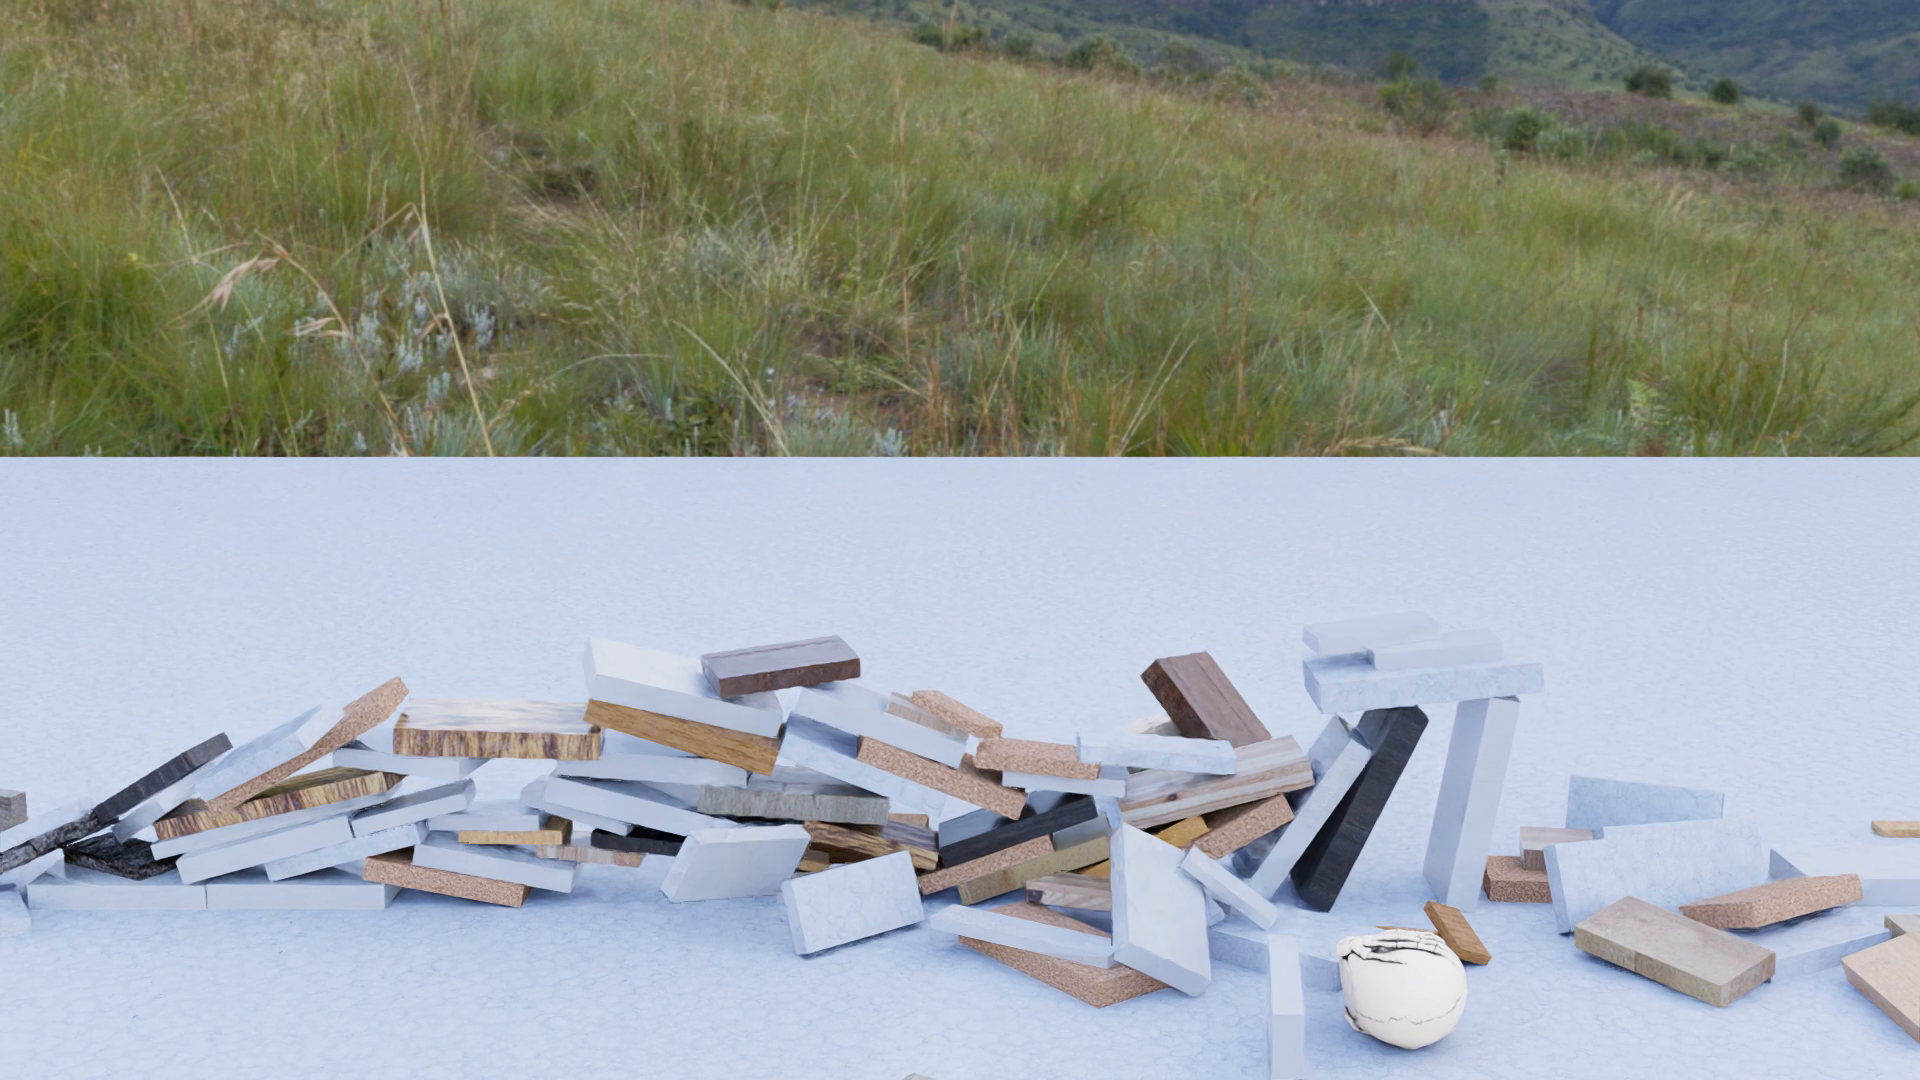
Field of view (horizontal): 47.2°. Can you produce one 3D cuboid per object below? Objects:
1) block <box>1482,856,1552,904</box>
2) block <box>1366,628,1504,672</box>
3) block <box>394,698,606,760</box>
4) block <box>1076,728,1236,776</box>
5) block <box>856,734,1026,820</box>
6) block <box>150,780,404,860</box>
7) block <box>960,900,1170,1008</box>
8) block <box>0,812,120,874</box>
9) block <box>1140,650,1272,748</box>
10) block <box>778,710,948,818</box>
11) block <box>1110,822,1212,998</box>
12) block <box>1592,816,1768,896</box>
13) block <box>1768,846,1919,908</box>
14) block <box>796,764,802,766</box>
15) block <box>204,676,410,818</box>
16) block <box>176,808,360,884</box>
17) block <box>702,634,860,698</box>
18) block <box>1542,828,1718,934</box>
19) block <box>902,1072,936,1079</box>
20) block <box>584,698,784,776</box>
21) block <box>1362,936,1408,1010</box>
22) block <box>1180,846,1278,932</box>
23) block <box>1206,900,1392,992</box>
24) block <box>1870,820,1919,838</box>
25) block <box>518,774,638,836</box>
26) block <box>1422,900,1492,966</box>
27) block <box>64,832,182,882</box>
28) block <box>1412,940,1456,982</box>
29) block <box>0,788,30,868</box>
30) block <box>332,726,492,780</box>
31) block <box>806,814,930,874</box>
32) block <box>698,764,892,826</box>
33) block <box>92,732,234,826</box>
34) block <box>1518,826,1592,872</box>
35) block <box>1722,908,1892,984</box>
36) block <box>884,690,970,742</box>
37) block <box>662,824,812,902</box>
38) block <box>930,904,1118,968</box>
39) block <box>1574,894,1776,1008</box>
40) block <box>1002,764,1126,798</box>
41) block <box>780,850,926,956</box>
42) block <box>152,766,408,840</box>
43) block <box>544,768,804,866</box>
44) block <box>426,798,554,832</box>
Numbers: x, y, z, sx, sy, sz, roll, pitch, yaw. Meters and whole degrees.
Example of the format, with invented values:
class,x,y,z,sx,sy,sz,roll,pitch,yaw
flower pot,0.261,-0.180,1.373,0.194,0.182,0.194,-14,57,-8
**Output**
class,x,y,z,sx,sy,sz,roll,pitch,yaw
block,1.008,0.569,3.682,0.256,0.036,0.128,1,11,5
block,0.773,0.179,3.590,0.205,0.029,0.103,-6,10,3
block,-0.747,0.308,3.592,0.323,0.044,0.157,2,14,-5
block,0.321,0.348,3.612,0.252,0.029,0.103,5,10,-1
block,-0.032,0.376,3.643,0.283,0.040,0.141,21,9,-5
block,-1.133,0.456,3.651,0.407,0.027,0.094,-15,10,6
block,0.156,0.628,3.356,0.141,0.040,0.335,-8,13,-36
block,-1.530,0.510,3.640,0.246,0.031,0.109,-24,2,0
block,0.498,0.366,4.053,0.176,0.050,0.360,-4,52,-51
block,-0.159,0.369,3.637,0.283,0.040,0.141,22,10,-5
block,0.300,0.554,3.321,0.141,0.040,0.283,27,28,-13
block,1.179,0.532,3.596,0.275,0.138,0.039,-2,-15,-12
block,1.686,0.561,3.695,0.594,0.047,0.167,-1,11,-3
block,-0.263,0.439,3.819,0.072,0.143,0.020,1,-19,35
block,-1.061,0.335,3.577,0.347,0.034,0.118,-29,13,11
block,-1.132,0.492,3.649,0.291,0.041,0.145,-15,10,2
block,-0.294,0.206,3.611,0.237,0.034,0.118,-7,19,-19
block,1.077,0.546,3.521,0.275,0.138,0.039,-3,-14,-16
block,-0.072,0.731,2.856,0.066,0.019,0.132,7,13,33
block,-0.449,0.298,3.600,0.313,0.044,0.157,17,11,-5
block,0.628,0.638,3.244,0.019,0.067,0.134,-43,-3,18
block,0.417,0.538,3.400,0.164,0.017,0.062,37,18,7
block,0.478,0.614,3.408,0.333,0.047,0.167,8,13,38
block,1.714,0.524,3.984,0.105,0.015,0.053,0,11,2
block,-0.629,0.442,3.667,0.188,0.027,0.094,16,11,7
block,0.766,0.605,3.388,0.060,0.017,0.121,19,22,-23
block,-1.403,0.531,3.690,0.187,0.027,0.094,6,12,30
block,0.722,0.640,3.351,0.062,0.017,0.123,2,11,11
block,-1.974,0.478,3.920,0.747,0.128,0.036,4,11,19
block,-0.891,0.346,3.580,0.226,0.032,0.113,5,14,15
block,-0.238,0.528,3.867,0.352,0.050,0.176,1,11,5
block,-0.271,0.419,3.653,0.311,0.044,0.155,4,10,0
block,-1.314,0.393,3.625,0.219,0.031,0.109,-30,3,19
block,1.079,0.527,3.711,0.257,0.036,0.128,2,11,11
block,1.292,0.622,3.394,0.262,0.037,0.131,-6,12,-28
block,-0.051,0.290,3.629,0.143,0.020,0.072,20,10,0
block,-0.351,0.508,3.465,0.229,0.115,0.033,4,30,-46
block,0.103,0.601,3.341,0.312,0.019,0.067,7,12,32
block,1.077,0.618,3.319,0.131,0.037,0.262,-19,22,-32
block,0.174,0.389,3.638,0.201,0.028,0.100,5,10,4
block,-0.167,0.569,3.459,0.230,0.115,0.033,-9,-9,-39
block,-1.117,0.423,3.641,0.429,0.032,0.113,-13,10,14
block,-0.463,0.445,3.665,0.432,0.044,0.155,14,10,0
block,-0.781,0.457,3.659,0.188,0.027,0.094,0,9,5
